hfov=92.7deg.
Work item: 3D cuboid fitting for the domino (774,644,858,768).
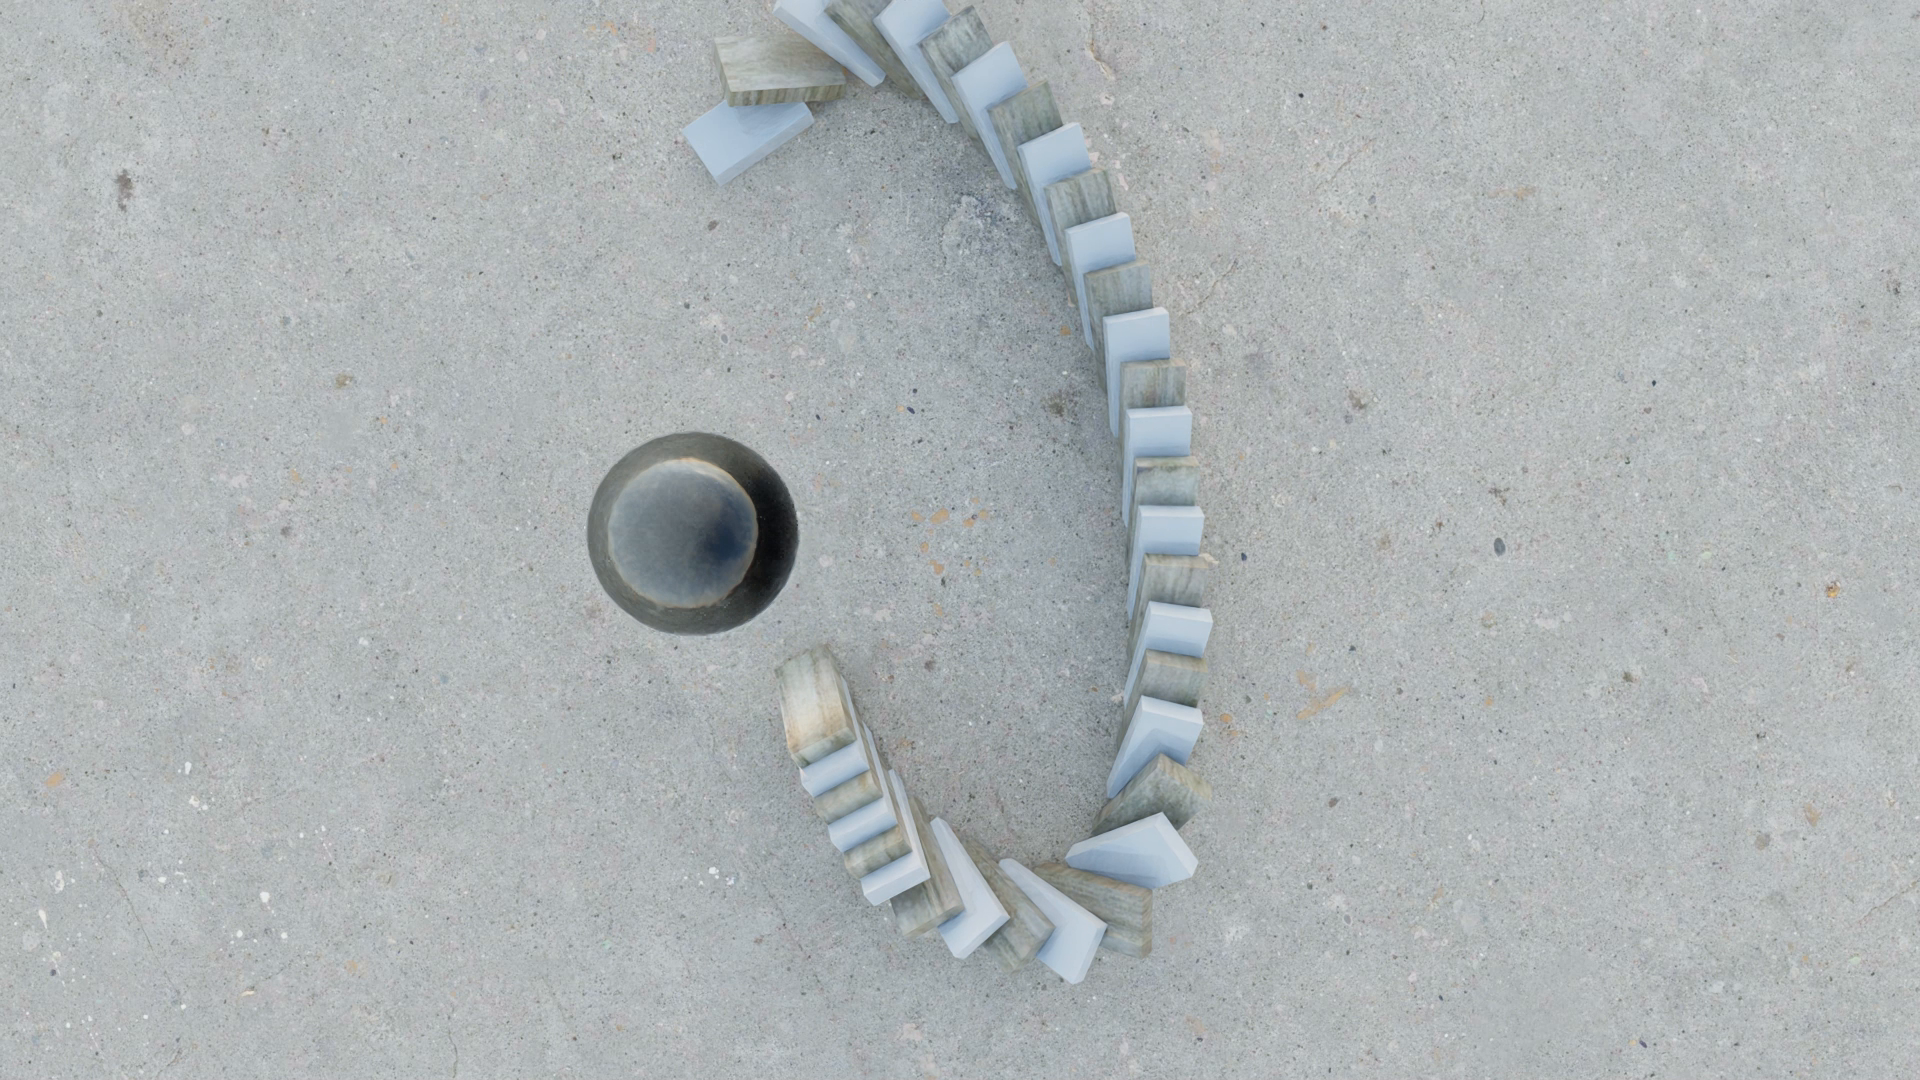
[{"bbox_3d":[-0.060,0.067,0.378,0.025,0.050,0.010,-27,129,0],"label":"domino"}]

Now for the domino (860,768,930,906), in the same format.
[{"bbox_3d":[-0.031,0.121,0.378,0.025,0.050,0.010,-27,129,1],"label":"domino"}]

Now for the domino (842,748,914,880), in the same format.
[{"bbox_3d":[-0.039,0.111,0.378,0.025,0.050,0.010,-28,129,0],"label":"domino"}]

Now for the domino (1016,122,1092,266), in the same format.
[{"bbox_3d":[0.044,-0.144,0.383,0.025,0.010,0.050,-24,120,0],"label":"domino"}]

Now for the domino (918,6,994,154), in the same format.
[{"bbox_3d":[0.007,-0.191,0.383,0.025,0.009,0.050,-37,121,0],"label":"domino"}]

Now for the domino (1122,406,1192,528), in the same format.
[{"bbox_3d":[0.082,-0.030,0.384,0.025,0.009,0.050,-4,119,0],"label":"domino"}]

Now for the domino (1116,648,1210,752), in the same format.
[{"bbox_3d":[0.084,0.070,0.384,0.025,0.010,0.050,11,120,0],"label":"domino"}]

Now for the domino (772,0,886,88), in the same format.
[{"bbox_3d":[-0.050,-0.216,0.382,0.050,0.009,0.025,23,87,-33],"label":"domino"}]

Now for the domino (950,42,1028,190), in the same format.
[{"bbox_3d":[0.020,-0.177,0.383,0.025,0.010,0.050,-35,121,0],"label":"domino"}]

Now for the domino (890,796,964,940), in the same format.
[{"bbox_3d":[-0.020,0.135,0.380,0.025,0.010,0.050,-31,51,3],"label":"domino"}]

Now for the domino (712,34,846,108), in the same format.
[{"bbox_3d":[-0.076,-0.198,0.385,0.050,0.010,0.025,-16,83,-23],"label":"domino"}]

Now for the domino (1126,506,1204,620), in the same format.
[{"bbox_3d":[0.085,0.010,0.384,0.025,0.009,0.050,1,119,0],"label":"domino"}]

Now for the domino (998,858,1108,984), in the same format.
[{"bbox_3d":[0.034,0.158,0.382,0.050,0.009,0.025,25,91,35],"label":"domino"}]

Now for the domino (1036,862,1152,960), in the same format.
[{"bbox_3d":[0.055,0.153,0.381,0.050,0.010,0.025,2,91,37],"label":"domino"}]

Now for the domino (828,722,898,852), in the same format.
[{"bbox_3d":[-0.044,0.100,0.378,0.025,0.050,0.010,-27,129,0],"label":"domino"}]

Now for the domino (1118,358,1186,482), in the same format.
[{"bbox_3d":[0.080,-0.050,0.384,0.025,0.009,0.050,-4,119,0],"label":"domino"}]

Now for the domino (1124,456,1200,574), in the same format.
[{"bbox_3d":[0.084,-0.010,0.384,0.025,0.010,0.050,-1,119,0],"label":"domino"}]

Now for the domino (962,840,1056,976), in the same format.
[{"bbox_3d":[0.013,0.152,0.382,0.050,0.010,0.025,39,90,34],"label":"domino"}]

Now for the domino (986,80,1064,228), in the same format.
[{"bbox_3d":[0.033,-0.161,0.383,0.025,0.010,0.050,-29,120,0],"label":"domino"}]

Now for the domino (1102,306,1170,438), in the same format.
[{"bbox_3d":[0.075,-0.070,0.384,0.025,0.009,0.050,-10,119,0],"label":"domino"}]

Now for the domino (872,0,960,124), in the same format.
[{"bbox_3d":[-0.010,-0.204,0.383,0.025,0.010,0.050,-46,121,-1],"label":"domino"}]

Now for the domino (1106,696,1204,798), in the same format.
[{"bbox_3d":[0.081,0.090,0.383,0.025,0.009,0.050,14,120,0],"label":"domino"}]

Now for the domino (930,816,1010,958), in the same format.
[{"bbox_3d":[-0.004,0.144,0.381,0.025,0.009,0.050,-42,52,0],"label":"domino"}]

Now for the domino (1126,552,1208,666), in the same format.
[{"bbox_3d":[0.086,0.030,0.384,0.025,0.010,0.050,4,119,0],"label":"domino"}]

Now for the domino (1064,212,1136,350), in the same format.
[{"bbox_3d":[0.062,-0.108,0.384,0.025,0.010,0.050,-17,120,0],"label":"domino"}]

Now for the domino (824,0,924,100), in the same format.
[{"bbox_3d":[-0.029,-0.213,0.382,0.050,0.009,0.025,34,88,-32],"label":"domino"}]

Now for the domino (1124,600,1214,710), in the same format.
[{"bbox_3d":[0.086,0.051,0.384,0.025,0.009,0.050,8,120,0],"label":"domino"}]

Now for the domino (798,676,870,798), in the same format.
[{"bbox_3d":[-0.055,0.079,0.377,0.025,0.050,0.009,-27,129,0],"label":"domino"}]

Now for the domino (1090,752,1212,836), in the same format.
[{"bbox_3d":[0.079,0.113,0.382,0.025,0.010,0.050,33,123,0],"label":"domino"}]

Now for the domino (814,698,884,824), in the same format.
[{"bbox_3d":[-0.050,0.089,0.378,0.025,0.050,0.010,-27,129,0],"label":"domino"}]

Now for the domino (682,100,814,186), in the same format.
[{"bbox_3d":[-0.091,-0.178,0.395,0.050,0.010,0.025,-34,90,0],"label":"domino"}]

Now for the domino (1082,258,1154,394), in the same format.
[{"bbox_3d":[0.068,-0.089,0.384,0.025,0.009,0.050,-14,119,0],"label":"domino"}]

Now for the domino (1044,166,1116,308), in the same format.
[{"bbox_3d":[0.054,-0.126,0.384,0.025,0.009,0.050,-20,120,0],"label":"domino"}]

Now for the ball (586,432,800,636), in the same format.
[{"bbox_3d":[-0.103,-0.002,0.360,0.080,0.080,0.080,0,90,0],"label":"ball"}]

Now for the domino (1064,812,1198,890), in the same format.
[{"bbox_3d":[0.071,0.133,0.381,0.050,0.010,0.025,-36,90,37],"label":"domino"}]
